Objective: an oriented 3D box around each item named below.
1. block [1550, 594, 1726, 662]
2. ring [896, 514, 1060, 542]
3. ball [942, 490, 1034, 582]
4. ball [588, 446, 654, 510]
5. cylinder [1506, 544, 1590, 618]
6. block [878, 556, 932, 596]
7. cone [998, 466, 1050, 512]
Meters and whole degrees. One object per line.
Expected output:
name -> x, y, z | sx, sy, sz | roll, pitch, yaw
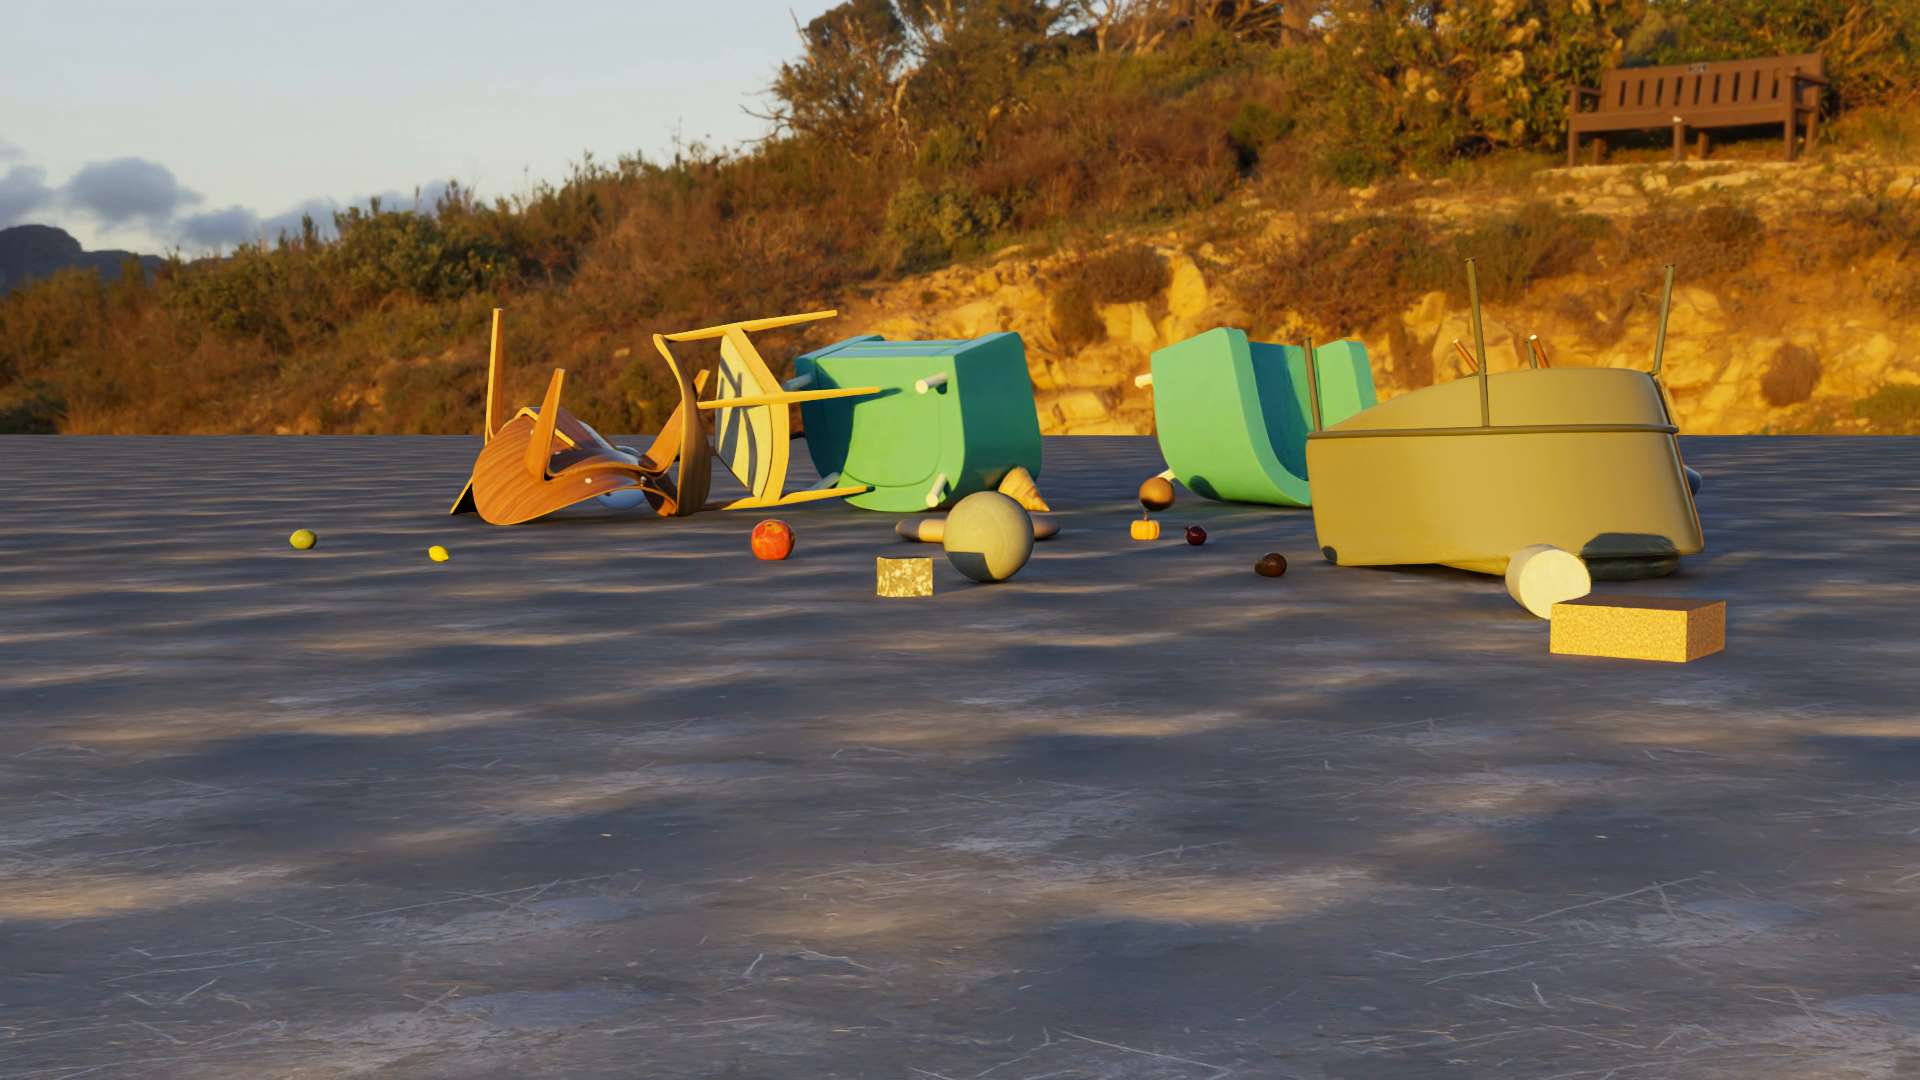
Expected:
block -> 1.163, 0.148, 3.770 | 0.229, 0.084, 0.220 | 3, 5, 35
ring -> 0.055, -0.037, 6.579 | 0.514, 0.071, 0.441 | -3, 5, -31
ball -> 0.067, -0.008, 5.105 | 0.213, 0.213, 0.213 | 0, 4, 0
ball -> -1.256, -0.229, 8.136 | 0.239, 0.239, 0.239 | 0, 4, 0
cylinder -> 1.165, 0.081, 4.367 | 0.136, 0.136, 0.166 | -13, 3, 6
block -> -0.121, 0.079, 4.804 | 0.100, 0.081, 0.076 | -2, 4, -22
cone -> 0.262, -0.151, 8.131 | 0.184, 0.186, 0.192 | 32, 9, 25
